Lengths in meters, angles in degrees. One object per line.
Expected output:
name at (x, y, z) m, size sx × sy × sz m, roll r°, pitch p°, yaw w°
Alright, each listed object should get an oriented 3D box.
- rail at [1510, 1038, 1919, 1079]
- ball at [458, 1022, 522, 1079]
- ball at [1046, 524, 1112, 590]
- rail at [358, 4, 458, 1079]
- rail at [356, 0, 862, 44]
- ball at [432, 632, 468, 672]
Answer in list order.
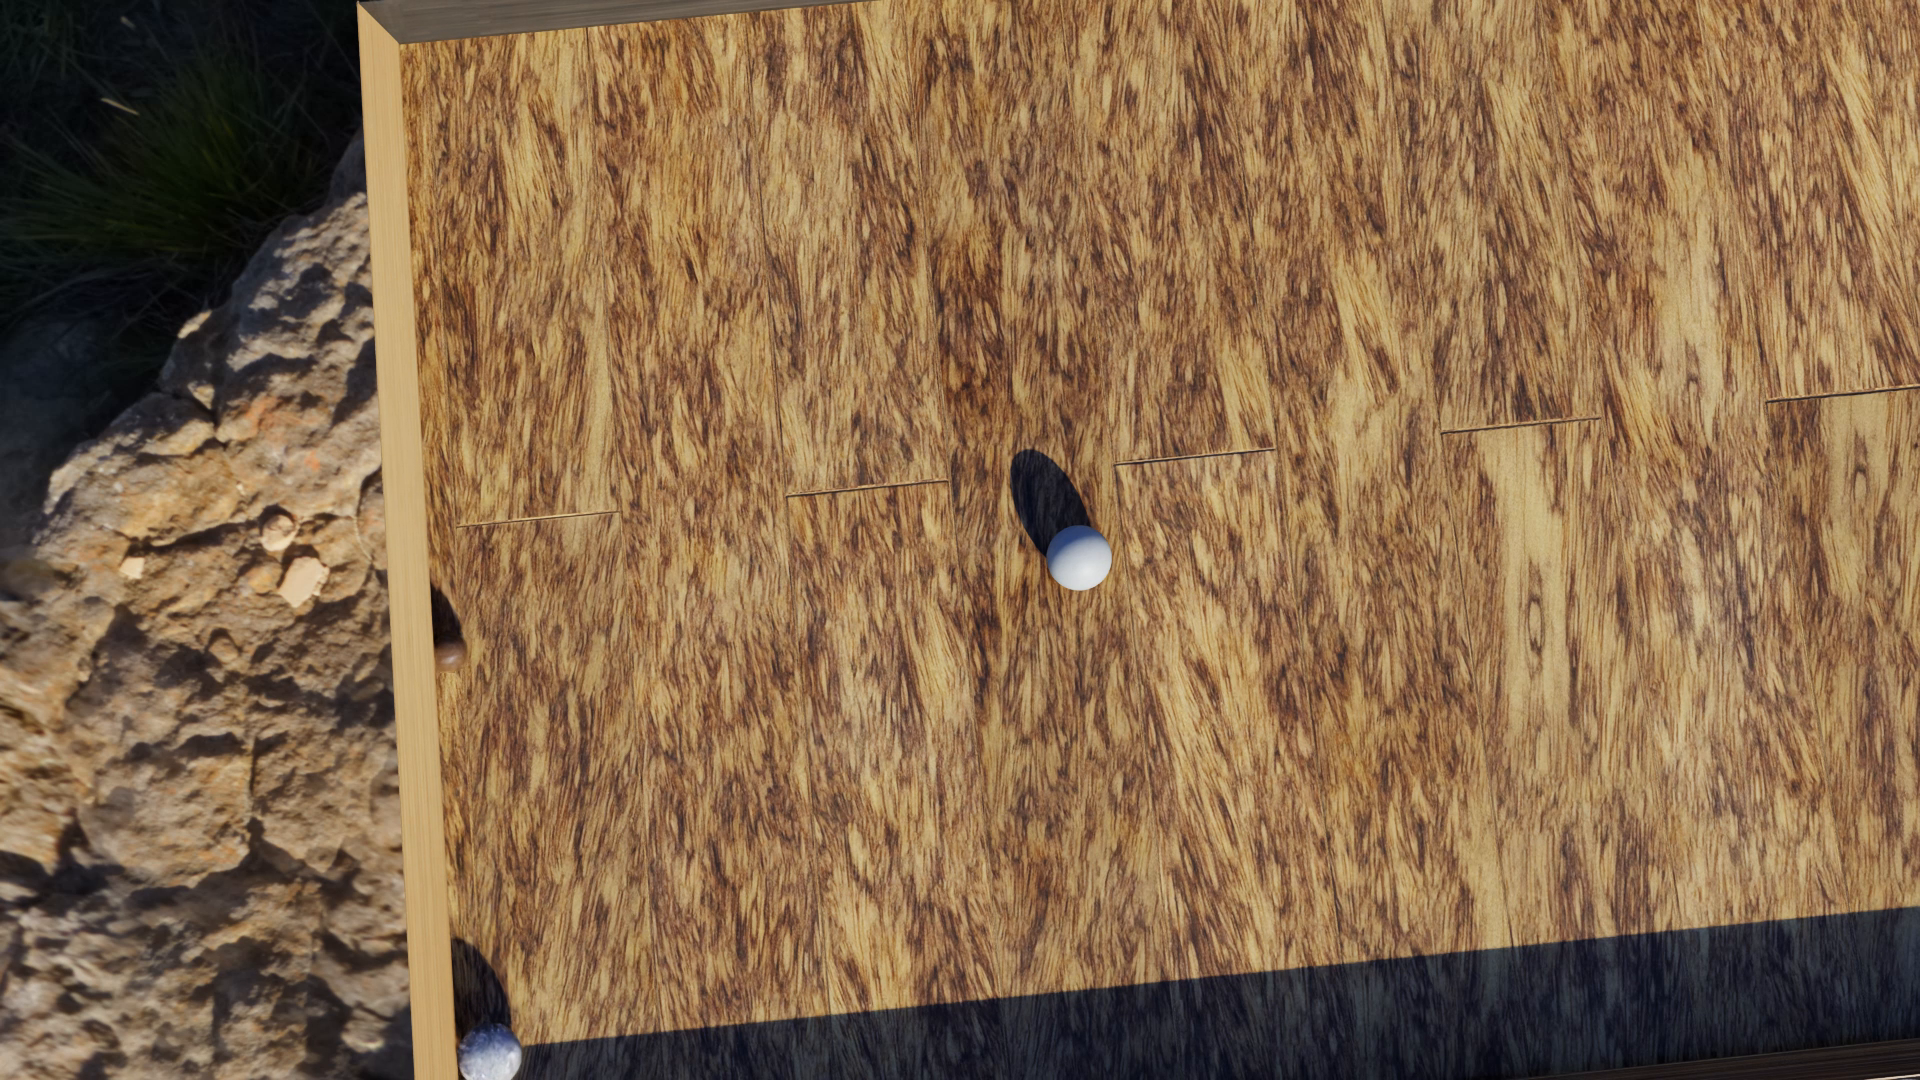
rail at (0.913, 0.774, 3.118) m, size 3.325 × 0.127 × 0.045 m, roll -6°, pitch 80°, yaw -1°
ball at (-0.672, 0.736, 3.143) m, size 0.091 × 0.091 × 0.091 m, roll 0°, pitch 80°, yaw 0°
ball at (0.177, 0.026, 3.265) m, size 0.097 × 0.097 × 0.097 m, roll 0°, pitch 80°, yaw 0°
rail at (-0.804, 0.074, 3.241) m, size 0.045 × 0.127 × 1.798 m, roll -6°, pitch 80°, yaw -1°
rail at (0.742, -0.942, 3.419) m, size 3.325 × 0.127 × 0.045 m, roll -6°, pitch 80°, yaw -1°
ball at (-0.759, 0.165, 3.260) m, size 0.058 × 0.058 × 0.058 m, roll 0°, pitch 80°, yaw 0°
